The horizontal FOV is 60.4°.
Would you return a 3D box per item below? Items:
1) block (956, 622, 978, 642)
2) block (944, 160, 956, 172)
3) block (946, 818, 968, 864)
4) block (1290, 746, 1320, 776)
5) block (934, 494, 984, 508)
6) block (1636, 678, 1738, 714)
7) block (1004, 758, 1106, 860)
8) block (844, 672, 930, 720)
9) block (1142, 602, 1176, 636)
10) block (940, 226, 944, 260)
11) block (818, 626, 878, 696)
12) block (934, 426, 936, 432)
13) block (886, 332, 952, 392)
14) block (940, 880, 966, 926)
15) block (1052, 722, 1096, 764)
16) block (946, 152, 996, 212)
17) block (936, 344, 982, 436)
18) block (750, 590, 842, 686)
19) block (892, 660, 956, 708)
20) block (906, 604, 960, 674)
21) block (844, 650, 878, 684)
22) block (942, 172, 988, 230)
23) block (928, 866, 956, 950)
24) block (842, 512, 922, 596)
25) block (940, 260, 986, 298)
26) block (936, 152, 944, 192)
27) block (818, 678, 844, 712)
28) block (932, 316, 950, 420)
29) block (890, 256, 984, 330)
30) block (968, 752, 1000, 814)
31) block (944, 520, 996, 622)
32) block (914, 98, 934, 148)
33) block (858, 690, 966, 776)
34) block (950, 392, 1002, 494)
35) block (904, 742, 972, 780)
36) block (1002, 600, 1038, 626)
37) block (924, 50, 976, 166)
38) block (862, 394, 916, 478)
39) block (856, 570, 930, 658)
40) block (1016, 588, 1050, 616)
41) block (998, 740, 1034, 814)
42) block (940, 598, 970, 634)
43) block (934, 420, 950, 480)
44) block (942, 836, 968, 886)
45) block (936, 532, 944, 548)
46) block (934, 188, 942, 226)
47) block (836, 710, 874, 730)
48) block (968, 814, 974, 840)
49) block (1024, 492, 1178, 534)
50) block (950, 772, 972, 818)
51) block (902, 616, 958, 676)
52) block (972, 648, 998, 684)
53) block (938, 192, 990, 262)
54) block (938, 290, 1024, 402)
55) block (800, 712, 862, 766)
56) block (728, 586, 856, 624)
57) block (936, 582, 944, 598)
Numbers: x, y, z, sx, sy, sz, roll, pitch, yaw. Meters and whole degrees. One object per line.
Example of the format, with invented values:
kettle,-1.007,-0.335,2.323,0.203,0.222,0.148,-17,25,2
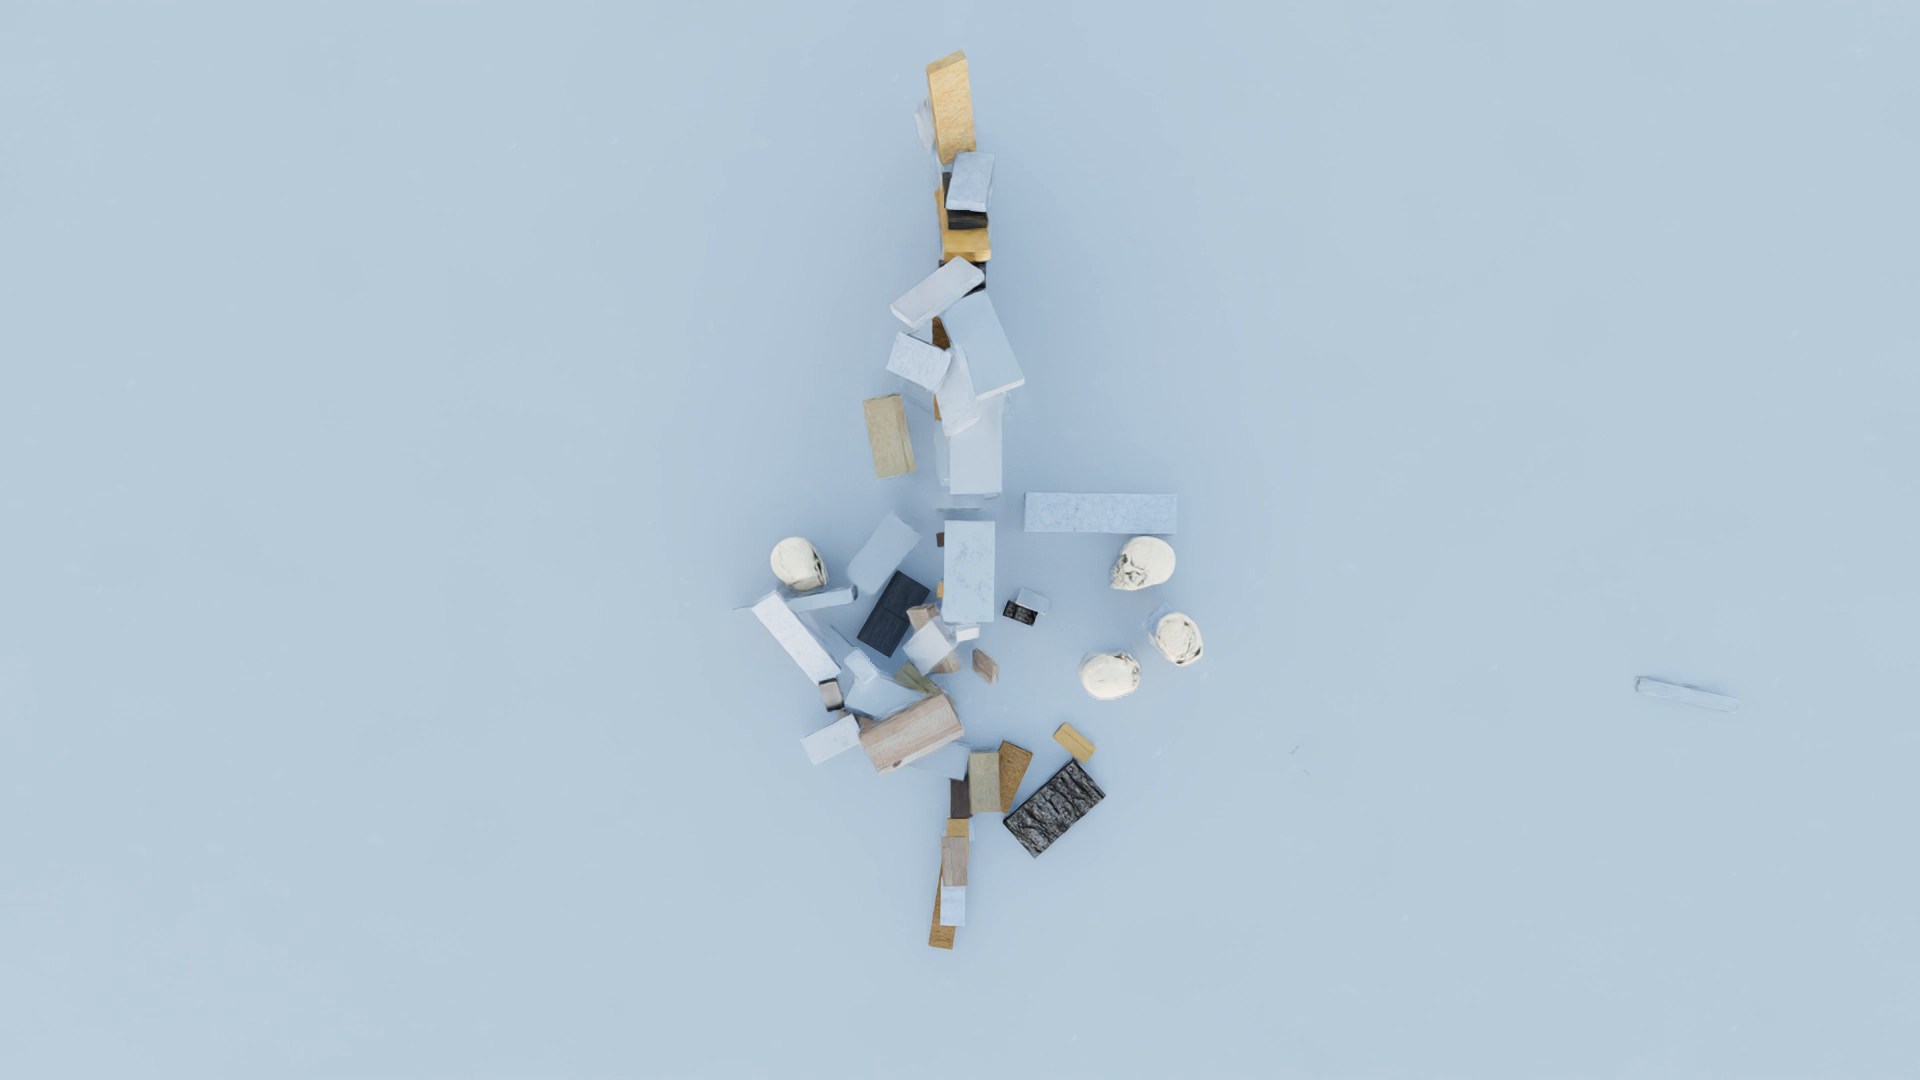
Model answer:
block,0.021,0.291,5.238,0.069,0.138,0.020,-12,74,-3
block,-0.016,-1.157,5.387,0.076,0.022,0.158,0,89,0
block,-0.008,0.997,5.467,0.073,0.021,0.147,0,89,0
block,1.151,0.736,5.493,0.048,0.014,0.096,-44,90,0
block,-0.003,-0.125,5.343,0.157,0.314,0.044,0,90,0
block,2.422,0.518,5.493,0.334,0.014,0.048,12,90,0
block,0.313,0.892,5.478,0.315,0.045,0.157,-42,90,0
block,-0.233,0.528,5.436,0.263,0.037,0.131,24,103,-5
block,0.665,0.264,5.492,0.107,0.015,0.054,-44,90,0
block,0.010,-0.871,5.281,0.146,0.041,0.384,0,73,0
block,-0.381,0.423,5.481,0.263,0.037,0.131,44,90,0
block,-0.003,-0.395,5.346,0.157,0.314,0.044,0,68,0
block,-0.126,-0.548,5.063,0.035,0.246,0.123,10,104,-40
block,-0.023,1.195,5.466,0.081,0.023,0.161,1,90,0
block,0.381,0.675,5.490,0.138,0.020,0.069,40,90,0
block,0.036,-1.145,5.264,0.123,0.035,0.247,5,51,6
block,-0.018,-0.454,5.000,0.123,0.035,0.246,-28,69,39
block,-0.531,0.321,5.371,0.098,0.028,0.366,-32,115,11
block,-0.128,0.513,5.485,0.217,0.031,0.108,41,90,0
block,-0.087,0.328,5.423,0.033,0.117,0.234,-30,103,-35
block,-0.324,0.415,5.384,0.059,0.017,0.118,-37,55,-11
block,0.013,-1.085,5.261,0.123,0.035,0.247,-4,51,-3
block,-0.040,1.193,5.489,0.081,0.023,0.329,9,90,0
block,-0.260,0.048,5.482,0.130,0.037,0.260,39,90,0
block,0.006,-0.730,5.186,0.146,0.041,0.292,0,85,0
block,-0.031,-1.213,5.417,0.077,0.022,0.155,-7,85,0
block,-0.425,0.514,5.460,0.059,0.017,0.118,-13,124,1
block,-0.003,-0.538,5.129,0.160,0.045,0.320,-2,88,0
block,-0.069,-0.763,5.085,0.278,0.035,0.123,-39,51,-15
block,0.079,0.800,5.441,0.098,0.028,0.195,-2,89,-15
block,0.029,0.098,5.162,0.157,0.044,0.314,1,90,0
block,-0.114,-1.371,5.415,0.022,0.152,0.076,6,61,16
block,-0.159,0.635,5.416,0.315,0.045,0.158,-27,107,3
block,0.049,-0.306,5.091,0.160,0.045,0.320,0,101,0
block,-0.080,0.716,5.471,0.217,0.031,0.108,13,87,6
block,0.201,0.244,5.492,0.107,0.015,0.054,21,90,0
block,-0.026,-1.341,5.147,0.123,0.498,0.035,-26,71,-5
block,-0.235,-0.343,5.449,0.130,0.037,0.260,-11,104,-1
block,-0.221,0.245,5.481,0.131,0.037,0.263,31,90,0
block,0.244,0.205,5.485,0.107,0.015,0.054,21,73,0
block,0.150,0.788,5.485,0.108,0.031,0.217,24,90,0
block,-0.005,0.252,5.385,0.117,0.234,0.033,8,68,0
block,0.001,-0.350,5.166,0.157,0.044,0.314,-2,88,0
block,-0.018,1.061,5.444,0.081,0.023,0.161,-3,89,0
block,0.005,-0.008,5.343,0.157,0.314,0.044,-7,90,0
block,-0.013,-1.047,5.427,0.114,0.032,0.228,-8,83,-1
block,-0.353,0.609,5.492,0.118,0.017,0.059,18,90,0
block,0.010,0.927,5.490,0.073,0.021,0.147,-2,90,0
block,0.468,-0.089,5.482,0.503,0.037,0.130,1,90,0
block,0.005,0.847,5.470,0.073,0.021,0.147,0,74,0
block,-0.098,0.347,5.389,0.033,0.234,0.117,-31,81,-37
block,0.083,0.416,5.427,0.020,0.138,0.069,-7,112,-27
block,0.014,-0.999,5.243,0.146,0.041,0.292,-3,52,-2
block,0.062,-0.597,5.057,0.160,0.045,0.320,-21,74,-6
block,-0.420,0.660,5.474,0.195,0.028,0.098,-27,95,5
block,-0.551,0.213,5.421,0.406,0.158,0.045,-10,92,0
block,0.006,0.175,5.342,0.157,0.314,0.044,8,87,0
